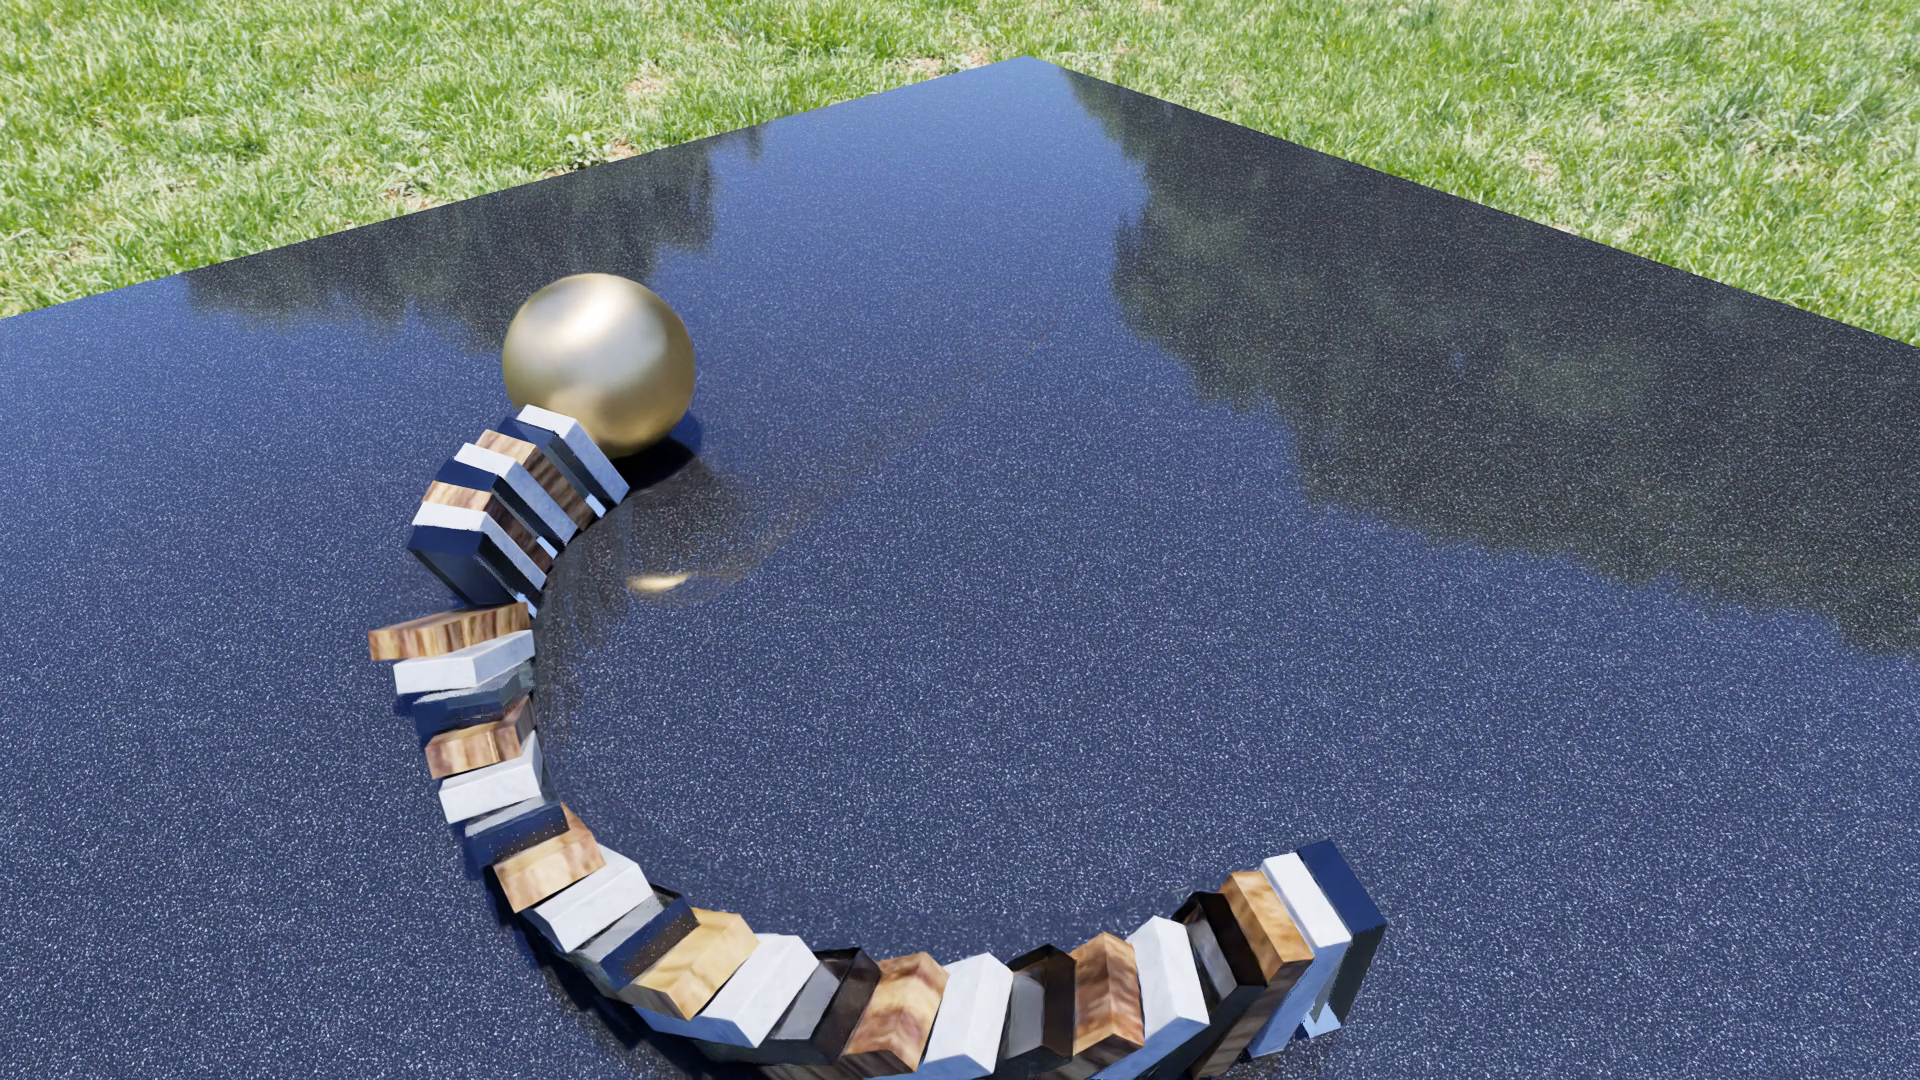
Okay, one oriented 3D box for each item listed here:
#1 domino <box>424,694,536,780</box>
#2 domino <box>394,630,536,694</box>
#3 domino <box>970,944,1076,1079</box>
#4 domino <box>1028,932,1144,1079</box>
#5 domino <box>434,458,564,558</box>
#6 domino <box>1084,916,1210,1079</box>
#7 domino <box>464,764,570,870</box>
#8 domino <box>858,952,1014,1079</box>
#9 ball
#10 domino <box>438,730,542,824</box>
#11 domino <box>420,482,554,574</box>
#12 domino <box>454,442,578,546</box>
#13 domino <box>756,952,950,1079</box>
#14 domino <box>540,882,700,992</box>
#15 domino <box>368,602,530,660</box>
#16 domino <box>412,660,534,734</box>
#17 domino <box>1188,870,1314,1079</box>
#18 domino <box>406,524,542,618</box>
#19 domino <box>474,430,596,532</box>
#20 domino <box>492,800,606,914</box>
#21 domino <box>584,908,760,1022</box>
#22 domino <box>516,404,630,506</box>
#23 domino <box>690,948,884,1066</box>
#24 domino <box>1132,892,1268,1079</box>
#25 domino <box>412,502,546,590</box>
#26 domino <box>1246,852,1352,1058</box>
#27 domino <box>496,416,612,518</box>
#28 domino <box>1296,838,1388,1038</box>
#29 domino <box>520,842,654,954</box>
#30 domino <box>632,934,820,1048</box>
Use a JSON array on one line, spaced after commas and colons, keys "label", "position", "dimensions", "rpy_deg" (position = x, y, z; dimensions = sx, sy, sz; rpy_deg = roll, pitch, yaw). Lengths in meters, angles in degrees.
[{"label": "domino", "position": [-0.150, 0.061, 0.348], "dimensions": [0.025, 0.010, 0.050], "rpy_deg": [-13, 7, -16]}, {"label": "domino", "position": [-0.166, 0.041, 0.372], "dimensions": [0.025, 0.010, 0.050], "rpy_deg": [-6, 5, 0]}, {"label": "domino", "position": [0.007, 0.121, 0.270], "dimensions": [0.010, 0.050, 0.025], "rpy_deg": [38, 34, -21]}, {"label": "domino", "position": [0.023, 0.119, 0.269], "dimensions": [0.010, 0.050, 0.025], "rpy_deg": [32, 33, -22]}, {"label": "domino", "position": [-0.177, -0.011, 0.425], "dimensions": [0.025, 0.050, 0.010], "rpy_deg": [17, 65, 20]}, {"label": "domino", "position": [0.039, 0.117, 0.270], "dimensions": [0.009, 0.050, 0.025], "rpy_deg": [24, 33, -23]}, {"label": "domino", "position": [-0.131, 0.080, 0.324], "dimensions": [0.025, 0.010, 0.050], "rpy_deg": [-21, 9, -23]}, {"label": "domino", "position": [-0.010, 0.121, 0.271], "dimensions": [0.050, 0.009, 0.025], "rpy_deg": [-32, 24, 34]}, {"label": "ball", "position": [-0.156, -0.075, 0.479], "dimensions": [0.080, 0.080, 0.080], "rpy_deg": [0, 39, 0]}, {"label": "domino", "position": [-0.142, 0.071, 0.335], "dimensions": [0.025, 0.010, 0.050], "rpy_deg": [-16, 7, -19]}, {"label": "domino", "position": [-0.177, -0.003, 0.415], "dimensions": [0.025, 0.050, 0.009], "rpy_deg": [11, 63, 13]}, {"label": "domino", "position": [-0.174, -0.017, 0.433], "dimensions": [0.025, 0.050, 0.009], "rpy_deg": [17, 65, 20]}, {"label": "domino", "position": [-0.027, 0.120, 0.273], "dimensions": [0.050, 0.009, 0.025], "rpy_deg": [-27, 23, 37]}, {"label": "domino", "position": [-0.092, 0.104, 0.295], "dimensions": [0.025, 0.009, 0.050], "rpy_deg": [-35, 14, -35]}, {"label": "domino", "position": [-0.176, 0.031, 0.381], "dimensions": [0.025, 0.010, 0.050], "rpy_deg": [-4, 6, 13]}, {"label": "domino", "position": [-0.158, 0.051, 0.361], "dimensions": [0.025, 0.010, 0.050], "rpy_deg": [-8, 6, -10]}, {"label": "domino", "position": [0.067, 0.110, 0.277], "dimensions": [0.009, 0.050, 0.025], "rpy_deg": [4, 36, -25]}, {"label": "domino", "position": [-0.174, 0.012, 0.397], "dimensions": [0.025, 0.050, 0.010], "rpy_deg": [6, 62, 8]}, {"label": "domino", "position": [-0.169, -0.023, 0.440], "dimensions": [0.025, 0.050, 0.009], "rpy_deg": [17, 65, 20]}, {"label": "domino", "position": [-0.120, 0.089, 0.313], "dimensions": [0.025, 0.009, 0.050], "rpy_deg": [-25, 10, -27]}, {"label": "domino", "position": [-0.076, 0.109, 0.288], "dimensions": [0.050, 0.009, 0.025], "rpy_deg": [-15, 21, 47]}, {"label": "domino", "position": [-0.159, -0.034, 0.454], "dimensions": [0.025, 0.050, 0.009], "rpy_deg": [17, 65, 20]}, {"label": "domino", "position": [-0.044, 0.117, 0.277], "dimensions": [0.050, 0.009, 0.025], "rpy_deg": [-23, 22, 41]}, {"label": "domino", "position": [0.054, 0.114, 0.274], "dimensions": [0.009, 0.050, 0.025], "rpy_deg": [14, 33, -27]}, {"label": "domino", "position": [-0.176, 0.004, 0.406], "dimensions": [0.025, 0.050, 0.009], "rpy_deg": [9, 63, 11]}, {"label": "domino", "position": [0.080, 0.107, 0.281], "dimensions": [0.009, 0.050, 0.025], "rpy_deg": [-4, 38, -20]}, {"label": "domino", "position": [-0.164, -0.029, 0.447], "dimensions": [0.025, 0.050, 0.009], "rpy_deg": [17, 65, 20]}, {"label": "domino", "position": [0.093, 0.104, 0.285], "dimensions": [0.010, 0.050, 0.025], "rpy_deg": [-11, 41, -14]}, {"label": "domino", "position": [-0.106, 0.097, 0.304], "dimensions": [0.025, 0.009, 0.050], "rpy_deg": [-31, 13, -32]}, {"label": "domino", "position": [-0.061, 0.114, 0.282], "dimensions": [0.050, 0.009, 0.025], "rpy_deg": [-18, 21, 44]}]
